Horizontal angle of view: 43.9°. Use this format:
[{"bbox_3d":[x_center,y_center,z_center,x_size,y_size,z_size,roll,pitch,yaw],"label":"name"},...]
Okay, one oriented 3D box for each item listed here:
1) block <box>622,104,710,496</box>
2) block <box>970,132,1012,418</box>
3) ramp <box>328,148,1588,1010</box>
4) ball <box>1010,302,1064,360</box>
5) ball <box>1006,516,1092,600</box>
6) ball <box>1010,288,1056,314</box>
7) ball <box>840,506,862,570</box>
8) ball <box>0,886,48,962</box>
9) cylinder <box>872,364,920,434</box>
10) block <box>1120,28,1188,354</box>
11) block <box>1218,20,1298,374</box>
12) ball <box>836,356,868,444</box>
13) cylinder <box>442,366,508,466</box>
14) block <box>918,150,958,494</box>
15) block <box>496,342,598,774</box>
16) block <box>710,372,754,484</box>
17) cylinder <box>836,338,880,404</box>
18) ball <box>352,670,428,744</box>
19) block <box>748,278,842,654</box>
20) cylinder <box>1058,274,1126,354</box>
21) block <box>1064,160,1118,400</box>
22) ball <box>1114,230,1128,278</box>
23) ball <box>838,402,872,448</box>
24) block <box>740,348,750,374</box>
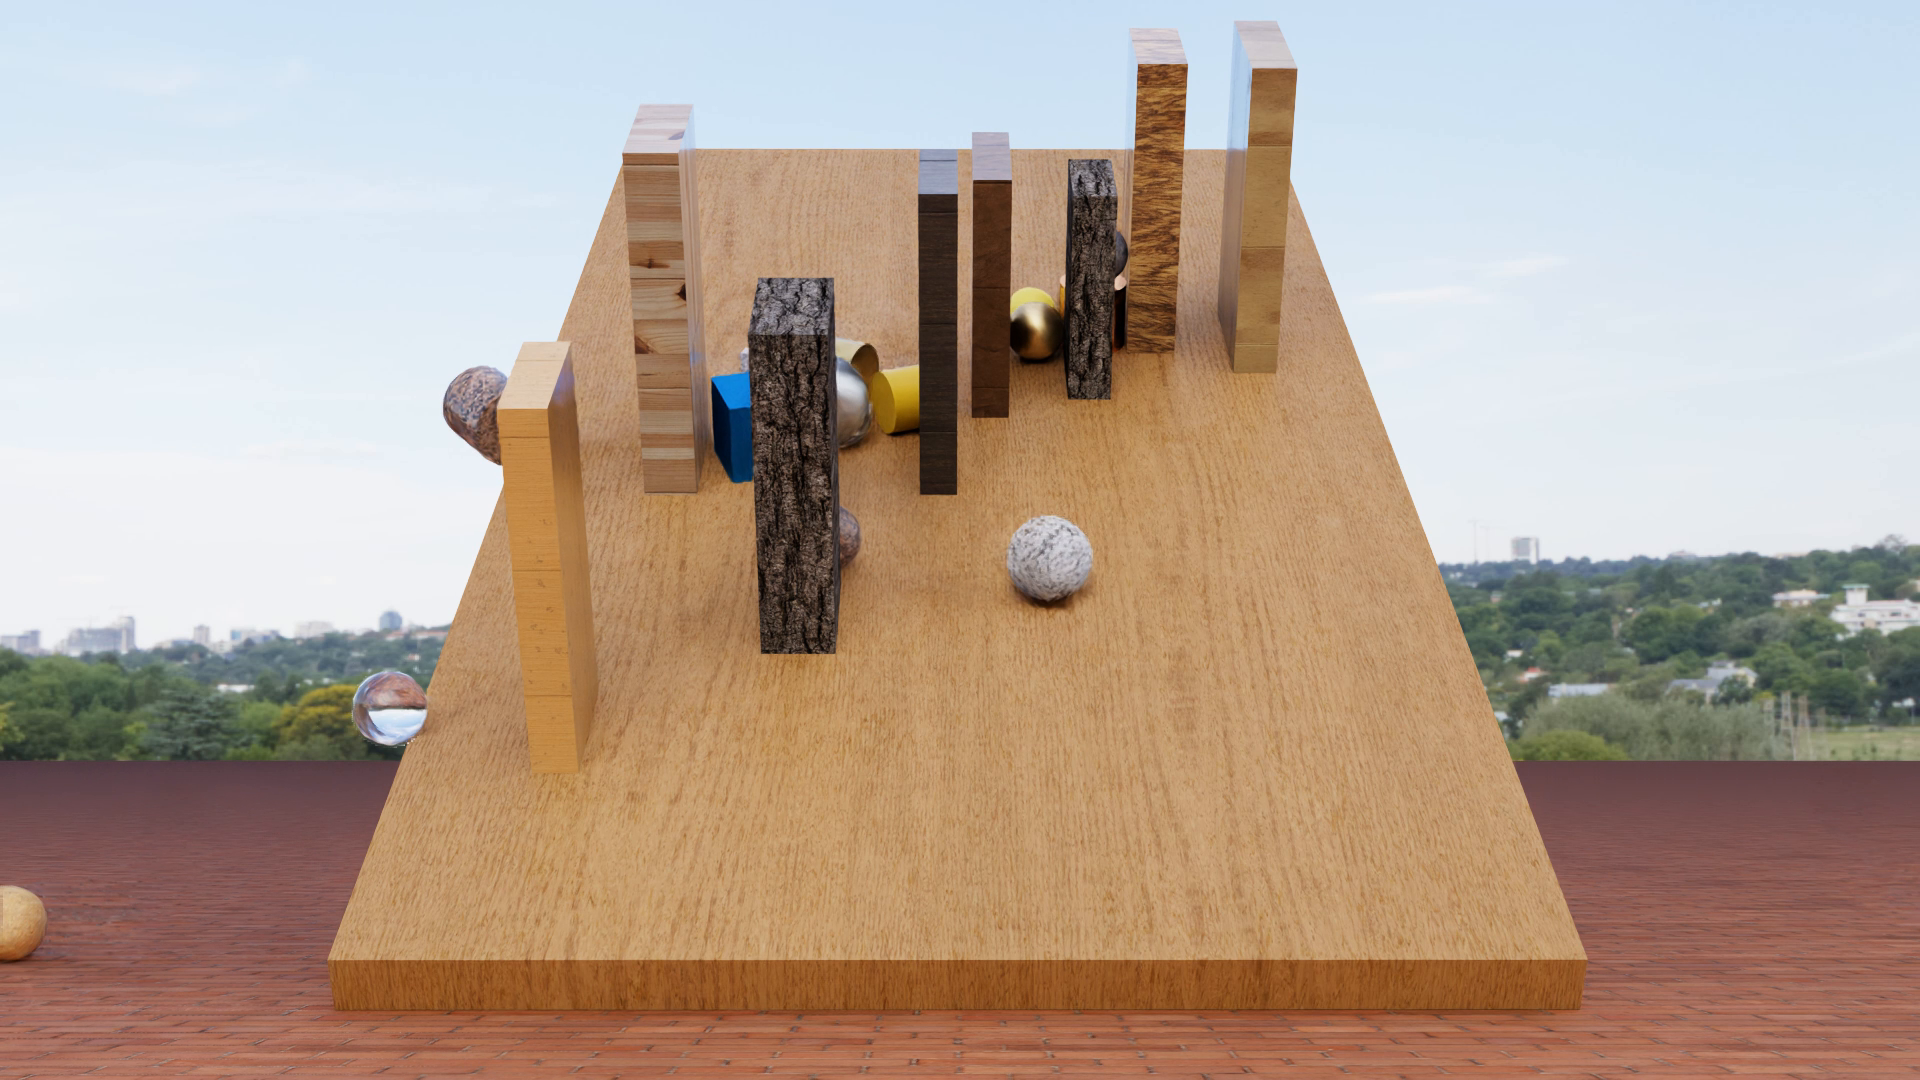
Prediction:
[{"bbox_3d":[-0.634,-0.521,5.189,0.115,0.781,0.330,0,28,0],"label":"block"},{"bbox_3d":[0.071,-0.624,5.600,0.087,0.584,0.338,0,28,0],"label":"block"},{"bbox_3d":[-0.011,-0.223,5.573,2.000,0.100,4.000,0,28,0],"label":"ramp"},{"bbox_3d":[0.185,-0.514,5.858,0.144,0.144,0.144,0,-5,0],"label":"ball"},{"bbox_3d":[0.179,0.037,4.792,0.171,0.171,0.171,0,-5,0],"label":"ball"},{"bbox_3d":[0.176,-0.569,5.983,0.130,0.130,0.130,0,-5,0],"label":"ball"},{"bbox_3d":[-0.272,-0.005,4.899,0.142,0.142,0.142,0,-5,0],"label":"ball"},{"bbox_3d":[-1.892,0.762,4.734,0.149,0.149,0.149,0,-5,0],"label":"ball"},{"bbox_3d":[-0.110,-0.330,5.512,0.146,0.146,0.146,-12,0,-22],"label":"cylinder"},{"bbox_3d":[0.473,-0.860,5.887,0.119,0.736,0.305,0,28,0],"label":"block"},{"bbox_3d":[0.720,-0.837,5.818,0.105,0.762,0.399,0,28,0],"label":"block"},{"bbox_3d":[-0.285,-0.285,4.883,0.195,0.195,0.195,0,-5,0],"label":"ball"},{"bbox_3d":[-1.050,-0.281,5.381,0.176,0.176,0.176,4,20,-40],"label":"cylinder"},{"bbox_3d":[-0.047,-0.472,5.195,0.082,0.694,0.287,0,28,0],"label":"block"},{"bbox_3d":[-0.722,0.035,4.208,0.083,0.715,0.280,0,28,0],"label":"block"},{"bbox_3d":[-0.445,-0.258,5.335,0.181,0.181,0.181,-9,29,-16],"label":"block"},{"bbox_3d":[-0.309,-0.388,5.587,0.178,0.178,0.178,13,0,22],"label":"cylinder"},{"bbox_3d":[-1.035,0.305,4.328,0.134,0.134,0.134,0,-5,0],"label":"ball"},{"bbox_3d":[-0.313,-0.140,4.589,0.144,0.670,0.279,0,28,0],"label":"block"},{"bbox_3d":[0.329,-0.568,5.944,0.165,0.165,0.165,0,28,0],"label":"cylinder"},{"bbox_3d":[0.308,-0.621,5.675,0.101,0.509,0.260,0,28,0],"label":"block"},{"bbox_3d":[0.338,-0.704,5.864,0.151,0.151,0.151,0,-5,0],"label":"ball"},{"bbox_3d":[-0.275,-0.285,5.420,0.150,0.150,0.150,0,-5,0],"label":"ball"},{"bbox_3d":[-0.438,-0.400,5.667,0.122,0.122,0.122,13,30,22],"label":"block"}]
